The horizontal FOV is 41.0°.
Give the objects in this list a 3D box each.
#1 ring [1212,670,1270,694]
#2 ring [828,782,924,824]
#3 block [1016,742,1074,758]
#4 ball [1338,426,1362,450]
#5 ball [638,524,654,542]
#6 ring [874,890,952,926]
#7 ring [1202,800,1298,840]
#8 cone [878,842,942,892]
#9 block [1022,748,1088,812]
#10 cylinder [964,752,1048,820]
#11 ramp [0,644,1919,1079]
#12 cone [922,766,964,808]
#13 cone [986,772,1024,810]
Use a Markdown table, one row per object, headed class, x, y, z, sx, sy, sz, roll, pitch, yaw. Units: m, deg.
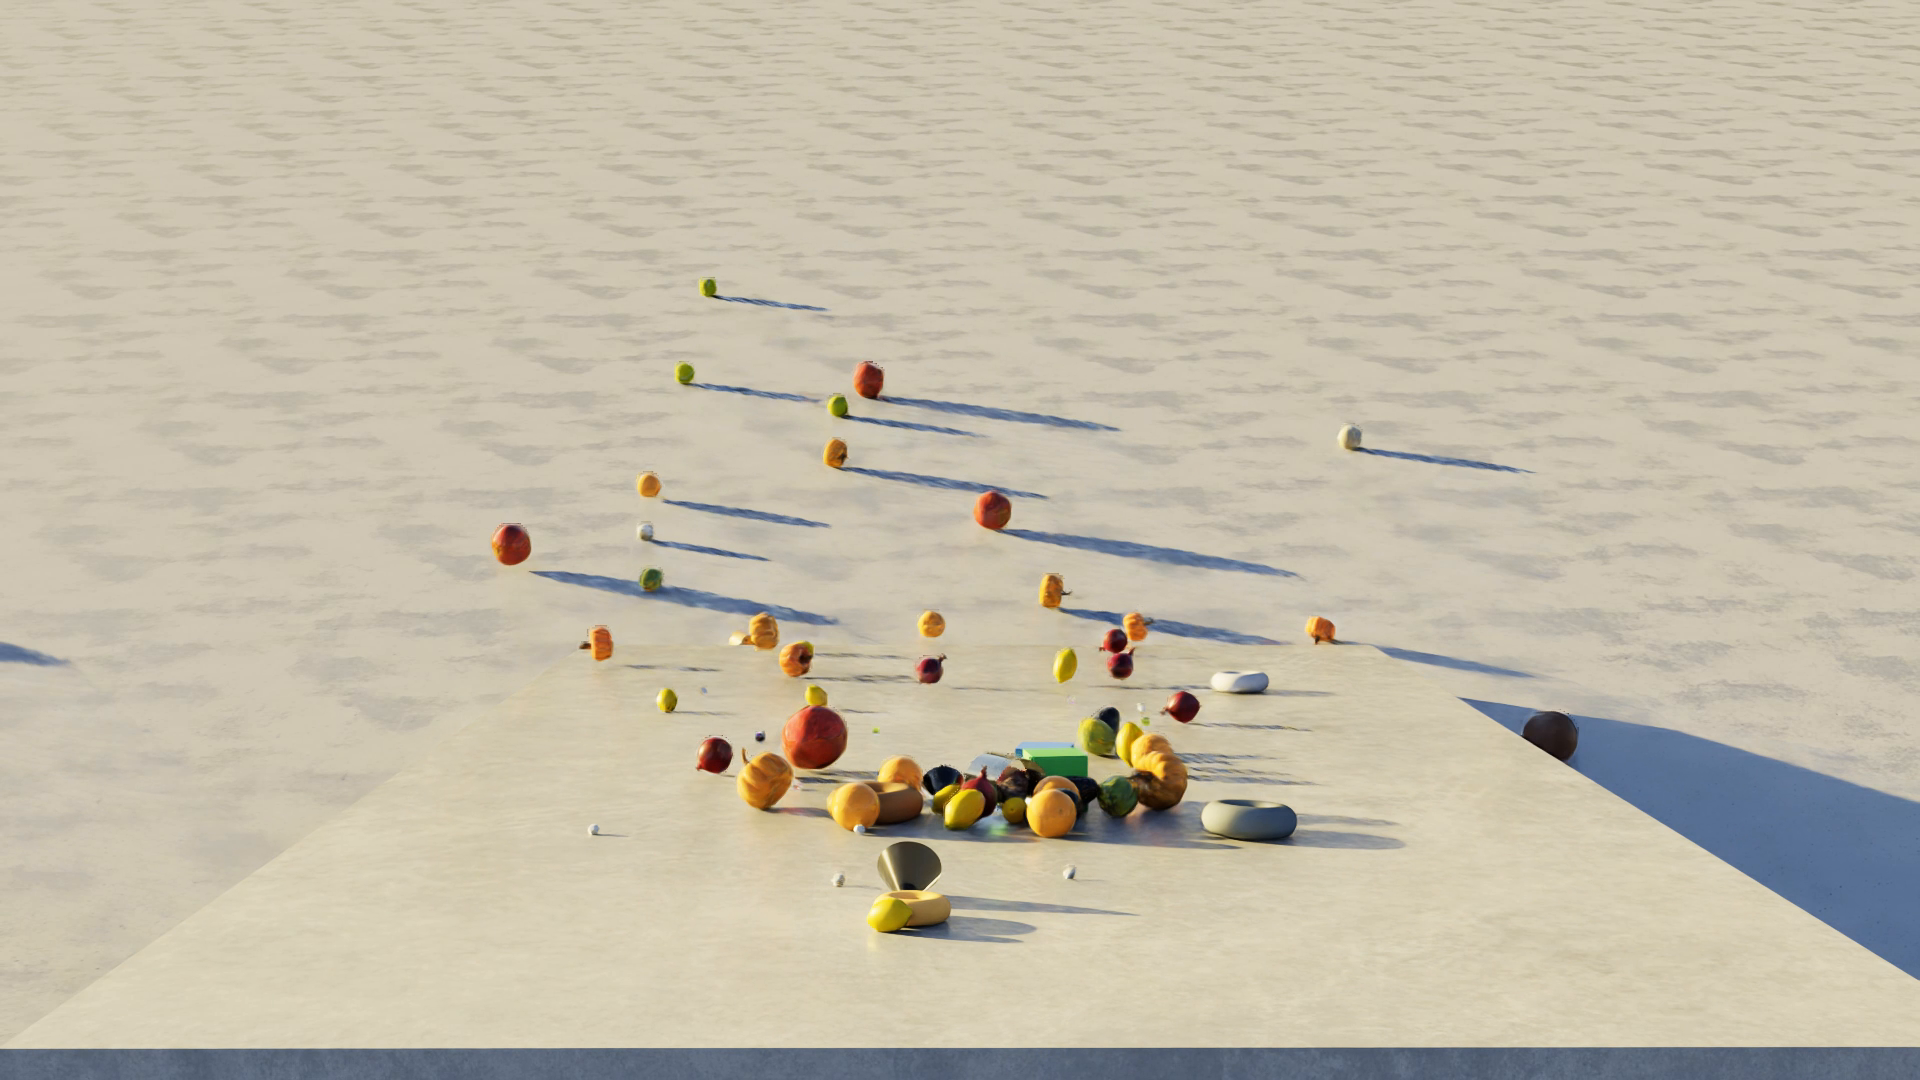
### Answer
| class | x | y | z | sx | sy | sz | roll | pitch | yaw |
| --- | --- | --- | --- | --- | --- | --- | --- | --- | --- |
| ring | 0.603 | 0.305 | 5.524 | 0.124 | 0.041 | 0.124 | -1 | 2 | 0 |
| ring | -0.128 | 0.398 | 3.883 | 0.146 | 0.049 | 0.146 | -1 | 4 | 0 |
| block | 0.135 | 0.368 | 4.080 | 0.084 | 0.084 | 0.084 | 0 | 3 | 9 |
| ball | 1.257 | -0.331 | 8.284 | 0.076 | 0.076 | 0.076 | 0 | 21 | 0 |
| ball | -0.917 | -0.022 | 7.497 | 0.051 | 0.051 | 0.051 | 0 | 21 | 0 |
| ring | -0.058 | 0.450 | 3.136 | 0.096 | 0.032 | 0.096 | 1 | 2 | 0 |
| ring | 0.421 | 0.406 | 3.741 | 0.139 | 0.046 | 0.139 | 3 | 1 | 0 |
| cone | -0.067 | 0.440 | 3.254 | 0.083 | 0.083 | 0.083 | 1 | 30 | 3 |
| block | 0.147 | 0.372 | 3.985 | 0.087 | 0.087 | 0.087 | -1 | 3 | -8 |
| cylinder | 0.070 | 0.374 | 3.914 | 0.092 | 0.092 | 0.092 | -12 | 9 | -29 |
| ramp | 0.048 | 0.434 | 4.532 | 2.000 | 0.100 | 4.000 | 0 | 3 | 0 |
| cone | -0.026 | 0.399 | 4.009 | 0.067 | 0.067 | 0.067 | 0 | 30 | -1 |
| cone | 0.073 | 0.402 | 3.992 | 0.058 | 0.058 | 0.058 | -2 | 30 | -5 |
